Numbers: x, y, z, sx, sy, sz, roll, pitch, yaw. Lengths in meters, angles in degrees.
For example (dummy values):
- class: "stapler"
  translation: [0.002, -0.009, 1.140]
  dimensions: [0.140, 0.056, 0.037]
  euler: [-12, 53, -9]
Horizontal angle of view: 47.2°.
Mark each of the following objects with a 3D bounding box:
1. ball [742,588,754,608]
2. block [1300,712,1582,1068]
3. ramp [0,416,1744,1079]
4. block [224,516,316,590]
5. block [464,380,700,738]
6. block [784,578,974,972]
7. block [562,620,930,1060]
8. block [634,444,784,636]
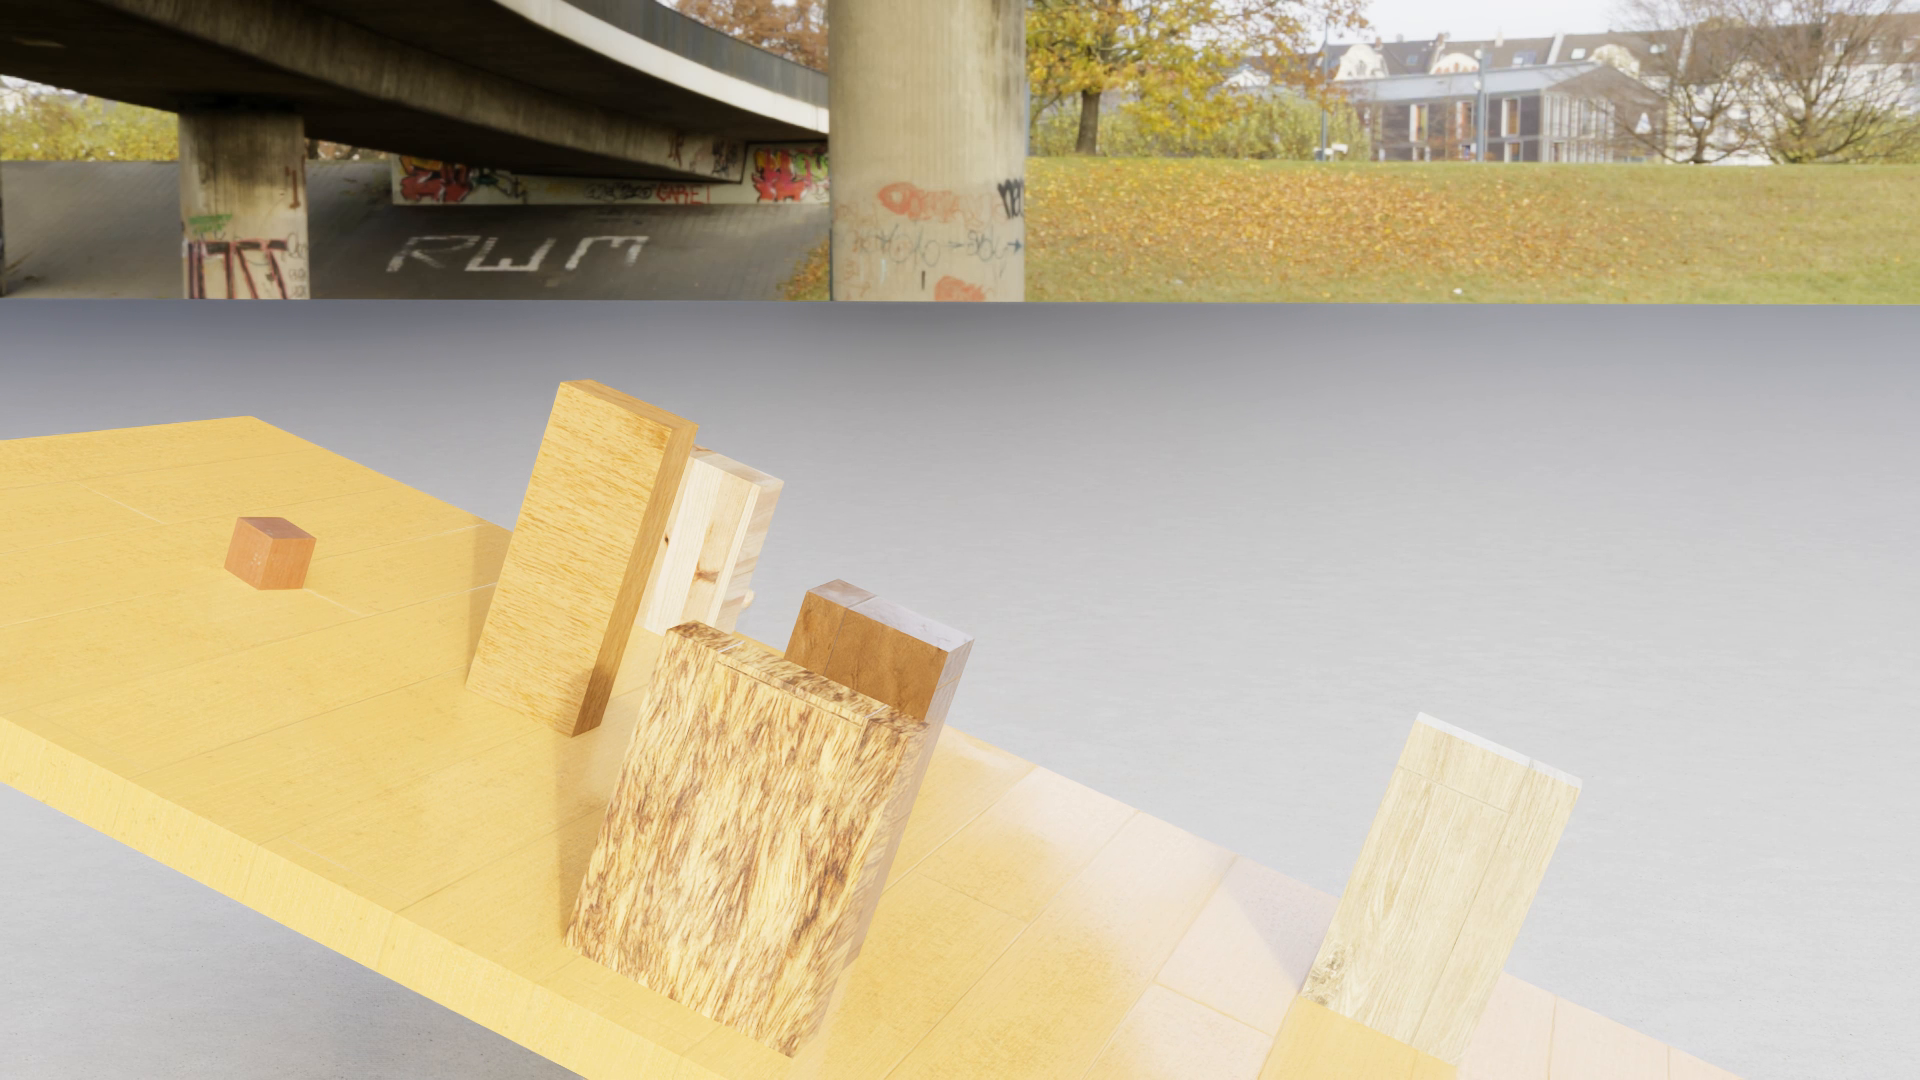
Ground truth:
- class: "ball"
  translation: [-1.205, 0.319, 12.239]
  dimensions: [0.123, 0.123, 0.123]
  euler: [0, 7, 0]
- class: "block"
  translation: [0.919, 0.669, 4.214]
  dimensions: [0.325, 0.595, 0.086]
  euler: [23, 13, 13]
- class: "ramp"
  translation: [-0.329, 0.598, 4.208]
  dimensions: [4.000, 0.100, 2.000]
  euler: [23, 13, 13]
- class: "block"
  translation: [-1.408, 0.027, 4.488]
  dimensions: [0.113, 0.113, 0.113]
  euler: [27, 14, 29]
- class: "block"
  translation: [-0.735, 0.035, 4.262]
  dimensions: [0.243, 0.642, 0.126]
  euler: [23, 13, 13]
- class: "block"
  translation: [-0.209, 0.395, 3.636]
  dimensions: [0.255, 0.596, 0.146]
  euler: [23, 13, 13]
- class: "block"
  translation: [-0.330, 0.451, 3.344]
  dimensions: [0.408, 0.537, 0.101]
  euler: [23, 13, 13]
- class: "block"
  translation: [-0.657, -0.005, 5.085]
  dimensions: [0.363, 0.416, 0.141]
  euler: [23, 13, 13]
